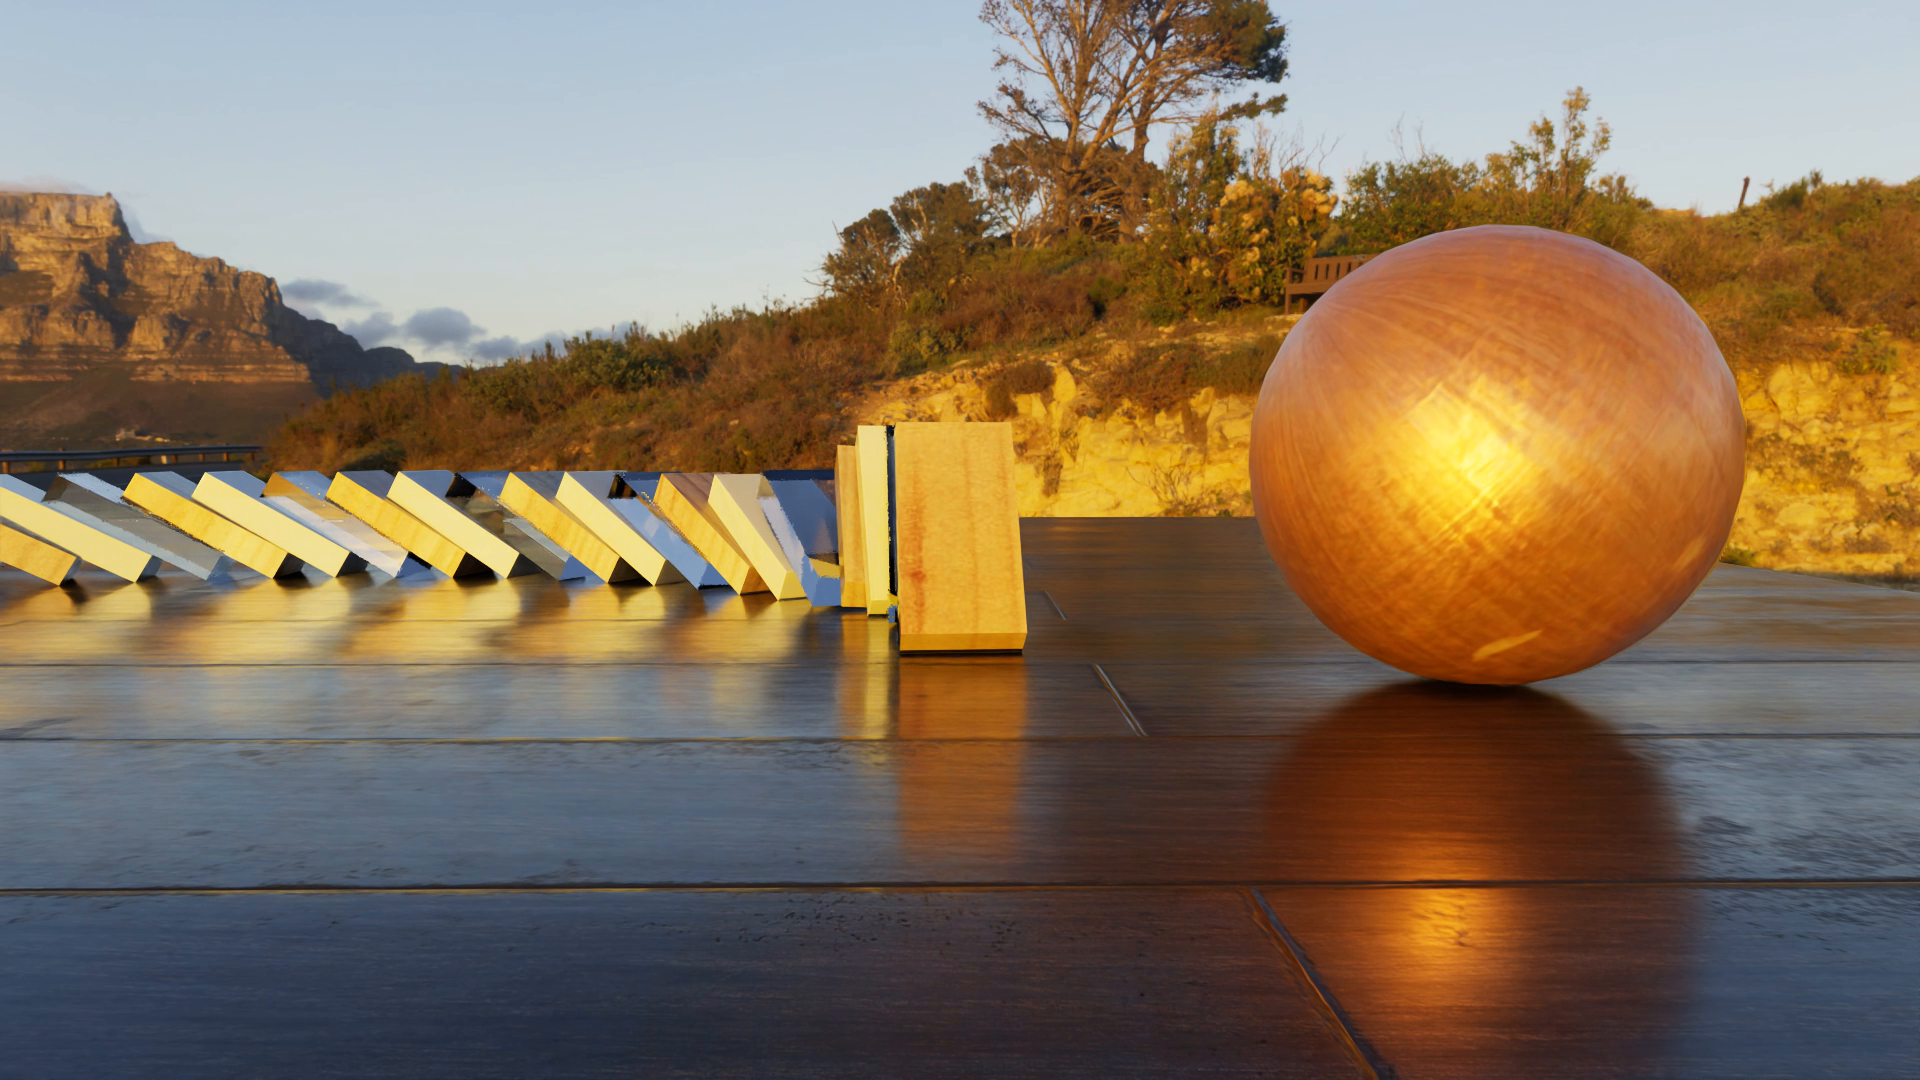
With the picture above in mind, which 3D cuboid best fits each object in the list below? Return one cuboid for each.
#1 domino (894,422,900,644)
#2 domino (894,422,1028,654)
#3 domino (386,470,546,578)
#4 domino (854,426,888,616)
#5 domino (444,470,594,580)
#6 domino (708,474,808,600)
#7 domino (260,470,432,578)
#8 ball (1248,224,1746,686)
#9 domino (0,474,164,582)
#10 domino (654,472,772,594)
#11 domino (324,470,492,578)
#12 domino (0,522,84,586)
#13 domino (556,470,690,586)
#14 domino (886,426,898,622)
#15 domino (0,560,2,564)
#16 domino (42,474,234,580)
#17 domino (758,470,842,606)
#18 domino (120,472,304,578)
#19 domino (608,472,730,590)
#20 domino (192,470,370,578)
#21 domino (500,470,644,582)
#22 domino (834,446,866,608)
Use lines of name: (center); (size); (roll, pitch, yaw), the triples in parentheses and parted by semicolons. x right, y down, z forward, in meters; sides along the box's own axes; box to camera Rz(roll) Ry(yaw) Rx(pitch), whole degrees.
domino: (-0.001, -0.002, 0.281); (0.025, 0.050, 0.010); (0, -29, -5)
domino: (-0.001, -0.001, 0.269); (0.025, 0.050, 0.009); (0, -29, -5)
domino: (-0.159, -0.006, 0.421); (0.050, 0.010, 0.025); (32, 11, 10)
domino: (-0.012, -0.005, 0.326); (0.025, 0.050, 0.010); (-1, -28, -11)
domino: (-0.139, -0.005, 0.417); (0.050, 0.010, 0.025); (33, 14, 15)
domino: (-0.051, -0.002, 0.370); (0.025, 0.009, 0.050); (-3, 36, -36)
domino: (-0.199, -0.006, 0.421); (0.050, 0.010, 0.025); (30, 5, 0)
ball: (0.092, -0.014, 0.226); (0.080, 0.080, 0.080); (0, 4, 0)
domino: (-0.276, -0.004, 0.397); (0.050, 0.010, 0.025); (30, -6, -20)
domino: (-0.067, -0.003, 0.383); (0.025, 0.010, 0.050); (-4, 37, -46)
domino: (-0.179, -0.006, 0.422); (0.050, 0.010, 0.025); (31, 8, 5)
domino: (-0.293, -0.003, 0.386); (0.050, 0.010, 0.025); (31, -11, -25)
domino: (-0.101, -0.005, 0.404); (0.050, 0.010, 0.025); (37, 22, 25)
domino: (-0.005, -0.005, 0.314); (0.025, 0.050, 0.010); (0, -29, -5)
domino: (-0.309, -0.002, 0.374); (0.050, 0.010, 0.025); (32, -13, -29)
domino: (-0.258, -0.004, 0.406); (0.050, 0.010, 0.025); (30, -5, -17)
domino: (-0.036, -0.002, 0.356); (0.025, 0.009, 0.050); (-2, 38, -28)
domino: (-0.238, -0.005, 0.414); (0.050, 0.009, 0.025); (30, -1, -10)
domino: (-0.083, -0.004, 0.395); (0.050, 0.010, 0.025); (39, 26, 30)
domino: (-0.219, -0.006, 0.418); (0.050, 0.010, 0.025); (30, 1, -6)
domino: (-0.120, -0.005, 0.412); (0.050, 0.010, 0.025); (34, 17, 19)
domino: (-0.020, -0.004, 0.342); (0.025, 0.009, 0.050); (2, 47, -11)
